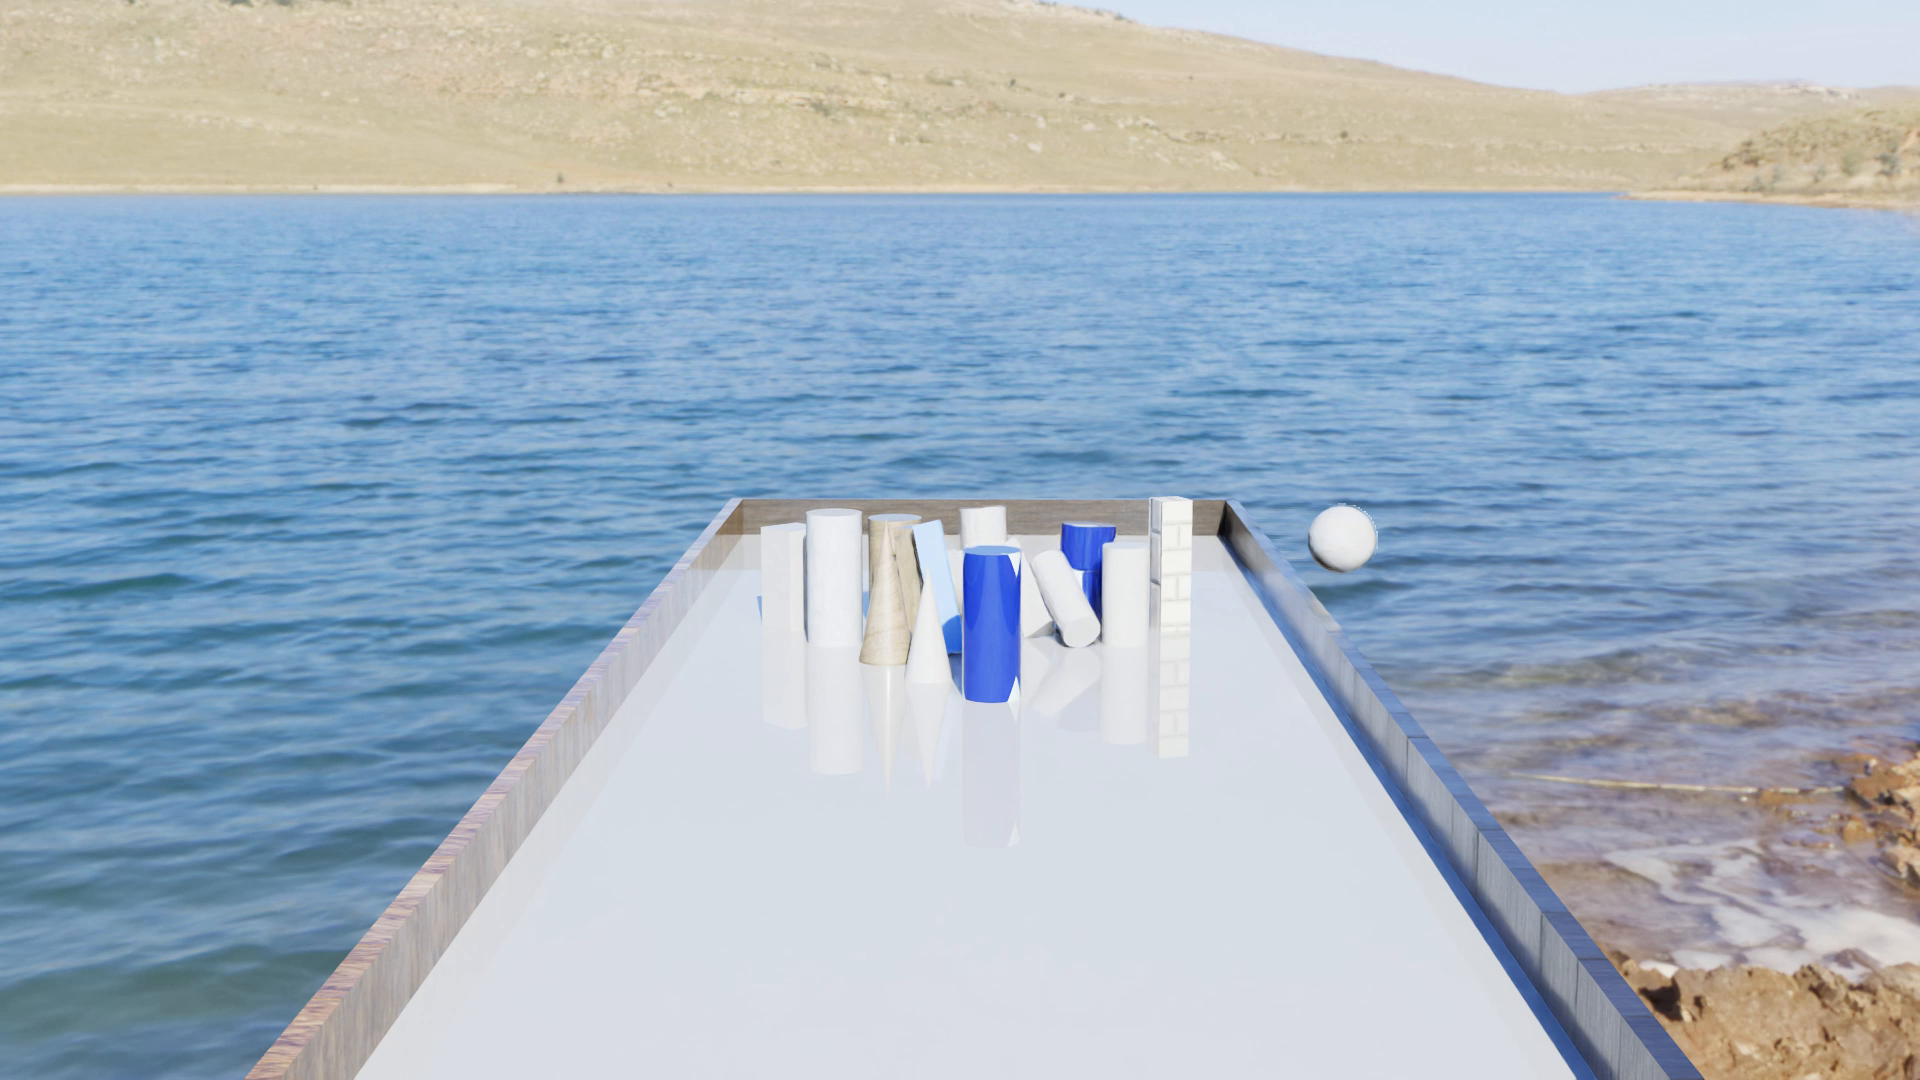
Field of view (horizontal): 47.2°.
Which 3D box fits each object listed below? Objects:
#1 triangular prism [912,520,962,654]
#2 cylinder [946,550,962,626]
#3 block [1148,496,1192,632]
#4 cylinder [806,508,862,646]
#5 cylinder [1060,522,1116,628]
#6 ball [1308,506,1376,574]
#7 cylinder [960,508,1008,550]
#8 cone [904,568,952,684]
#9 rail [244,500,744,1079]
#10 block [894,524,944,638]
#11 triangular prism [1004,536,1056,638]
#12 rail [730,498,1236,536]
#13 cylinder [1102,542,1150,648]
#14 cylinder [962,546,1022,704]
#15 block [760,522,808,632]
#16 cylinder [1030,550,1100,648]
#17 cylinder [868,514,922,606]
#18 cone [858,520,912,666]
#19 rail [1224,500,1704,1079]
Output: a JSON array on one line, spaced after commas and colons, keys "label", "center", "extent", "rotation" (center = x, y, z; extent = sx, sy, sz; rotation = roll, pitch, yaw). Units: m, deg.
[{"label": "triangular prism", "center": [-0.048, 0.145, 6.800], "extent": [0.096, 0.406, 0.083], "rotation": [-13, -5, 25]}, {"label": "cylinder", "center": [0.043, 0.189, 6.973], "extent": [0.164, 0.164, 0.423], "rotation": [-3, 24, -21]}, {"label": "block", "center": [0.684, 0.077, 7.167], "extent": [0.105, 0.425, 0.105], "rotation": [-3, 10, -19]}, {"label": "cylinder", "center": [-0.396, 0.117, 6.951], "extent": [0.177, 0.413, 0.177], "rotation": [0, 9, 0]}, {"label": "cylinder", "center": [0.410, 0.114, 7.194], "extent": [0.176, 0.329, 0.176], "rotation": [4, 5, 0]}, {"label": "ball", "center": [1.293, -0.002, 7.455], "extent": [0.229, 0.229, 0.229], "rotation": [0, 9, 0]}, {"label": "cylinder", "center": [0.083, 0.080, 7.255], "extent": [0.155, 0.369, 0.155], "rotation": [-3, -1, 0]}, {"label": "cone", "center": [-0.093, 0.237, 6.427], "extent": [0.144, 0.340, 0.144], "rotation": [0, 9, 0]}, {"label": "rail", "center": [-1.004, 0.839, 3.234], "extent": [0.050, 0.150, 12.000], "rotation": [0, 9, 1]}, {"label": "block", "center": [-0.122, 0.141, 6.931], "extent": [0.116, 0.368, 0.116], "rotation": [1, 9, 24]}, {"label": "triangular prism", "center": [0.222, 0.162, 7.109], "extent": [0.112, 0.329, 0.097], "rotation": [-36, -31, 23]}, {"label": "rail", "center": [0.099, -0.098, 9.147], "extent": [2.100, 0.150, 0.050], "rotation": [0, 9, 1]}, {"label": "cylinder", "center": [0.522, 0.171, 6.936], "extent": [0.150, 0.312, 0.150], "rotation": [0, 9, 0]}, {"label": "cylinder", "center": [0.089, 0.235, 6.187], "extent": [0.167, 0.419, 0.167], "rotation": [0, 9, 0]}, {"label": "block", "center": [-0.546, 0.120, 7.210], "extent": [0.149, 0.327, 0.149], "rotation": [-8, 12, -42]}, {"label": "cylinder", "center": [0.333, 0.184, 6.981], "extent": [0.124, 0.124, 0.346], "rotation": [-3, 37, -18]}, {"label": "cylinder", "center": [-0.212, 0.106, 7.189], "extent": [0.175, 0.361, 0.175], "rotation": [0, 9, 0]}, {"label": "cone", "center": [-0.222, 0.149, 6.664], "extent": [0.174, 0.440, 0.174], "rotation": [0, 9, 0]}, {"label": "rail", "center": [1.046, 0.843, 3.208], "extent": [0.050, 0.150, 12.000], "rotation": [0, 9, 1]}]
